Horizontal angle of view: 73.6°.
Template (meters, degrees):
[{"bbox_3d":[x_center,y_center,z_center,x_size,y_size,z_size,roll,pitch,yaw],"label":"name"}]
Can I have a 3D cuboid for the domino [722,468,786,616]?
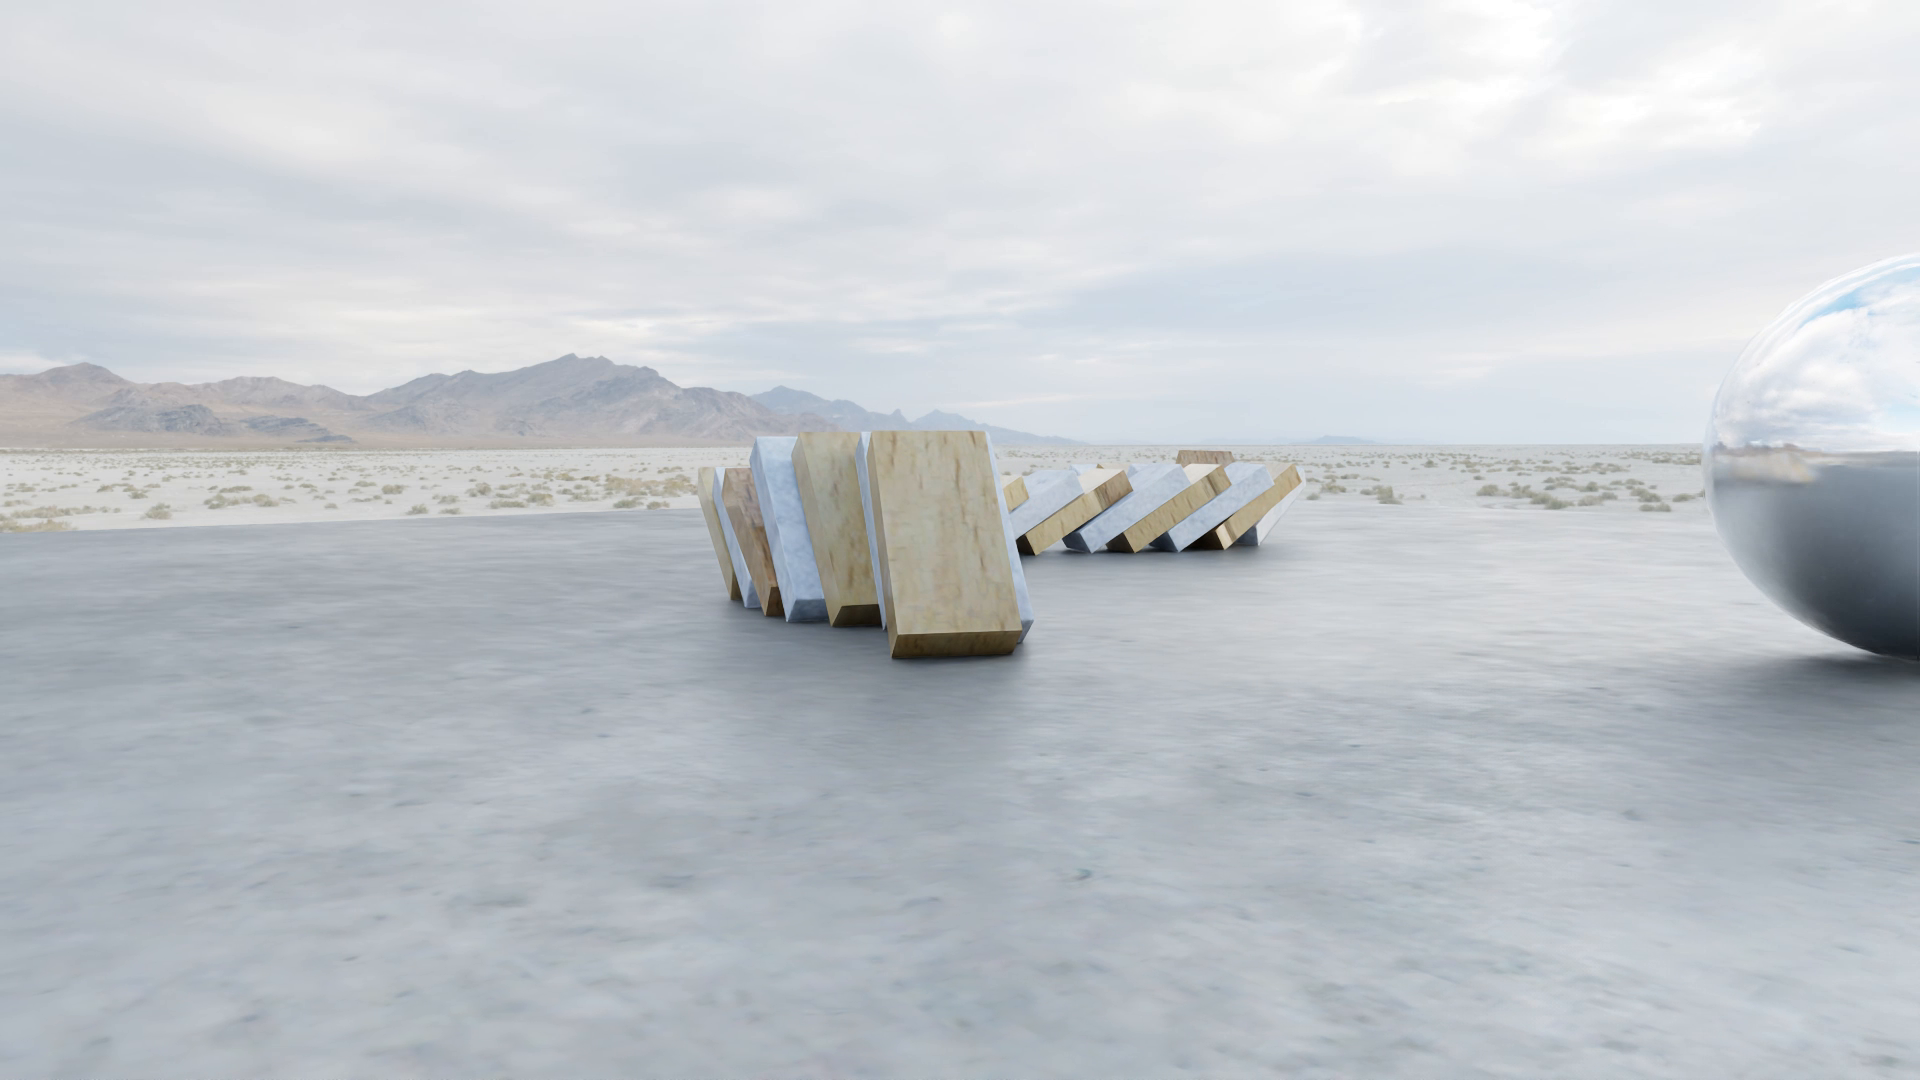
[{"bbox_3d":[-0.044,-0.001,0.337,0.025,0.010,0.050,-3,39,-25],"label":"domino"}]

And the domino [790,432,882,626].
[{"bbox_3d":[-0.023,-0.004,0.313,0.025,0.050,0.010,-2,-33,-24],"label":"domino"}]

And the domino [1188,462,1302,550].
[{"bbox_3d":[0.116,-0.015,0.534,0.050,0.010,0.025,-38,21,-23],"label":"domino"}]

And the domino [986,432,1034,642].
[{"bbox_3d":[-0.002,-0.001,0.281,0.025,0.050,0.009,-1,-33,-17],"label":"domino"}]

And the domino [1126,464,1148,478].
[{"bbox_3d":[0.101,-0.019,0.599,0.025,0.009,0.050,-2,35,-28],"label":"domino"}]

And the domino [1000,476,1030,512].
[{"bbox_3d":[0.000,-0.009,0.486,0.050,0.009,0.025,-34,23,-32],"label":"domino"}]

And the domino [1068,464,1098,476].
[{"bbox_3d":[0.076,-0.021,0.630,0.025,0.010,0.050,-3,34,-34],"label":"domino"}]

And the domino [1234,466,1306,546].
[{"bbox_3d":[0.128,-0.017,0.558,0.025,0.009,0.050,10,38,36],"label":"domino"}]

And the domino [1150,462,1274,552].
[{"bbox_3d":[0.100,-0.014,0.521,0.050,0.009,0.025,-34,14,-13],"label":"domino"}]

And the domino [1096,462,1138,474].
[{"bbox_3d":[0.088,-0.020,0.614,0.025,0.010,0.050,-3,35,-34],"label":"domino"}]

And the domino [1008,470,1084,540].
[{"bbox_3d":[0.021,-0.011,0.499,0.050,0.009,0.025,-34,20,-25],"label":"domino"}]

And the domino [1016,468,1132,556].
[{"bbox_3d":[0.041,-0.012,0.508,0.050,0.009,0.025,-33,17,-20],"label":"domino"}]

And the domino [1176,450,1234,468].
[{"bbox_3d":[0.115,-0.021,0.581,0.025,0.009,0.050,1,44,-7],"label":"domino"}]

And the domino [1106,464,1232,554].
[{"bbox_3d":[0.082,-0.013,0.516,0.050,0.010,0.025,-34,14,-14],"label":"domino"}]

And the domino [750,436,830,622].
[{"bbox_3d":[-0.035,-0.004,0.321,0.025,0.050,0.009,-2,-35,-24],"label":"domino"}]

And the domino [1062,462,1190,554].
[{"bbox_3d":[0.065,-0.013,0.512,0.050,0.010,0.025,-34,14,-13],"label":"domino"}]

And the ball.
[{"bbox_3d":[0.190,-0.016,0.249,0.080,0.080,0.080,0,4,0],"label":"ball"}]

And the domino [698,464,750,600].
[{"bbox_3d":[-0.059,-0.004,0.370,0.025,0.010,0.050,-5,39,-21],"label":"domino"}]

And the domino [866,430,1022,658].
[{"bbox_3d":[-0.004,0.000,0.268,0.025,0.050,0.009,-1,-33,-13],"label":"domino"}]

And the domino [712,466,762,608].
[{"bbox_3d":[-0.051,-0.002,0.353,0.025,0.009,0.050,-2,39,-22],"label":"domino"}]

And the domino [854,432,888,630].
[{"bbox_3d":[-0.009,-0.003,0.304,0.025,0.050,0.010,-1,-33,-17],"label":"domino"}]
